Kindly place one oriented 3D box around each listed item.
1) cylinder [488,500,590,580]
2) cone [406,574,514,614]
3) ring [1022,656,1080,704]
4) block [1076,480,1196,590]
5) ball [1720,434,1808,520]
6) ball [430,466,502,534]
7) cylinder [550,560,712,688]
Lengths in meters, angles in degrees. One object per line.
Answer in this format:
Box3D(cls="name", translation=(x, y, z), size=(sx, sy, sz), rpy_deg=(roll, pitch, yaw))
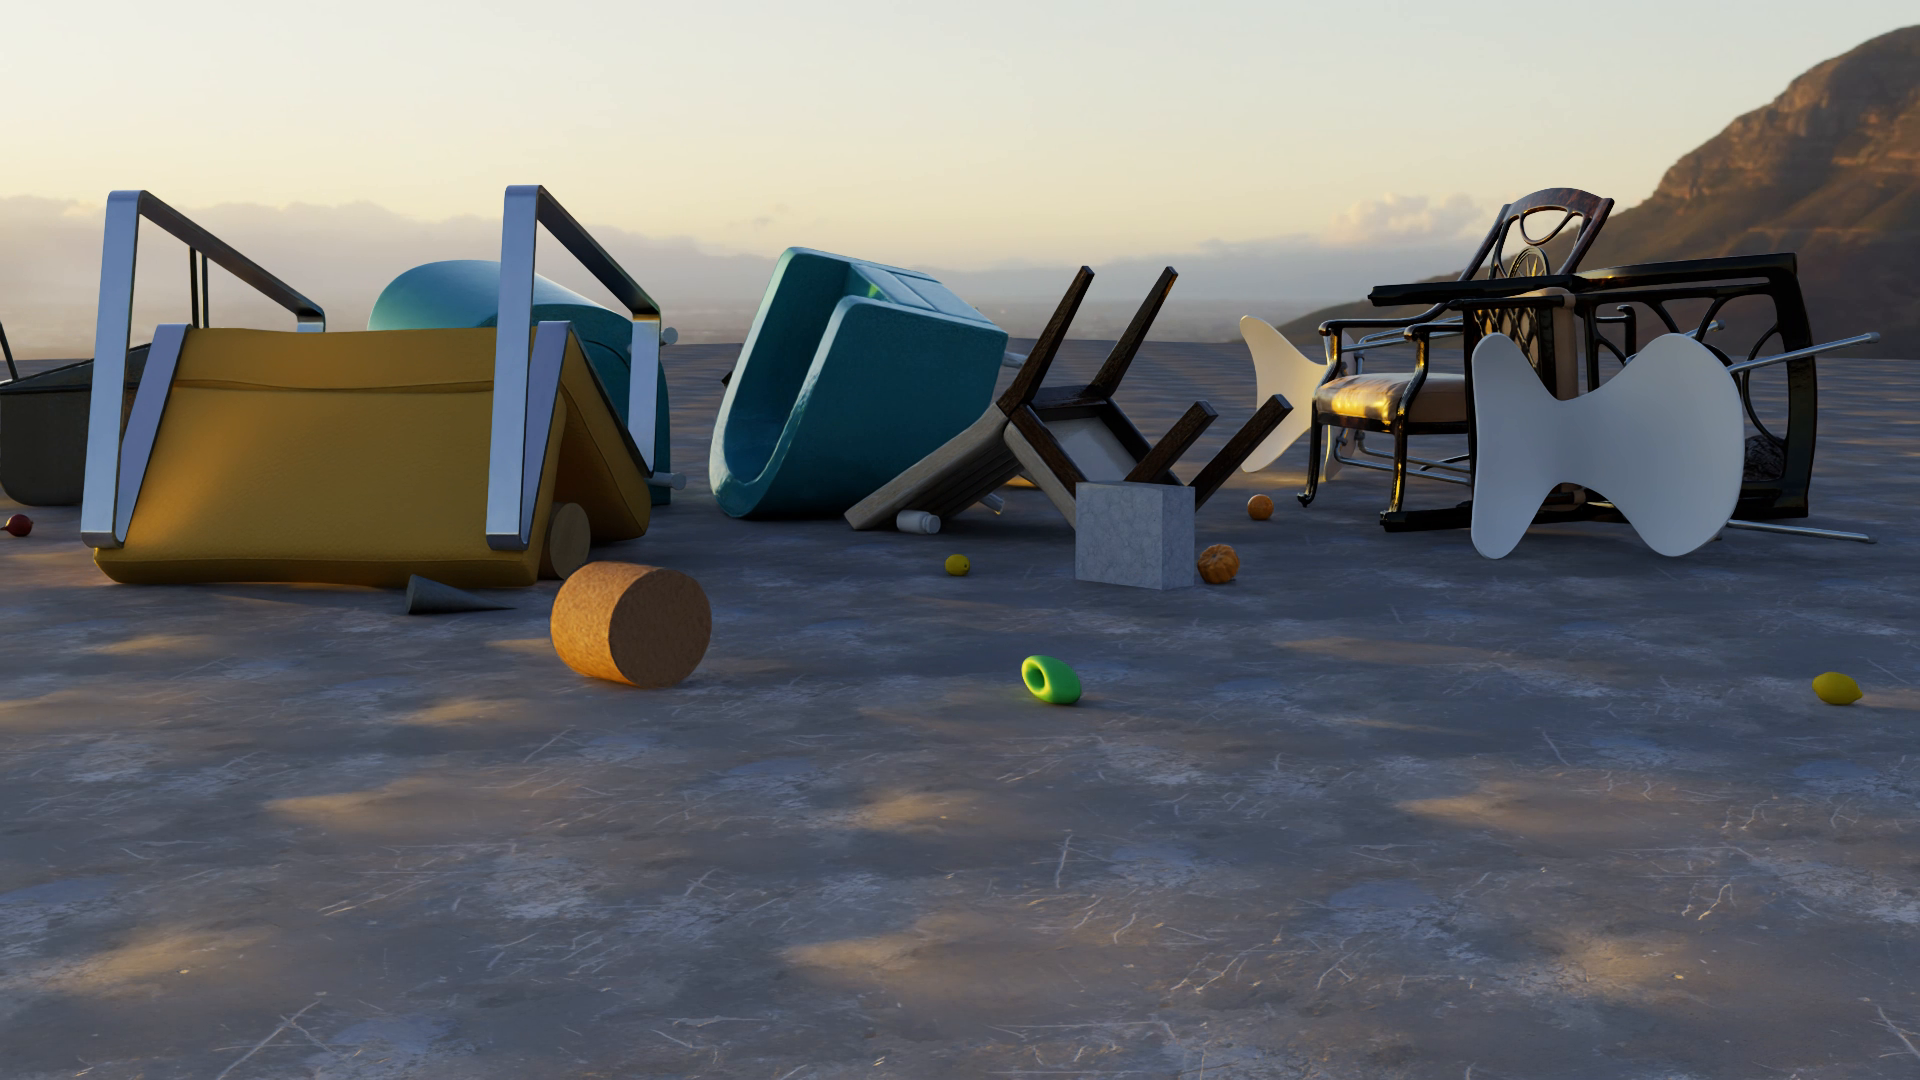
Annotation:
Box3D(cls="cylinder", translation=(-0.918, -0.001, 5.601), size=(0.156, 0.172, 0.162), rpy_deg=(2, -36, 23))
Box3D(cls="cone", translation=(-0.976, 0.121, 5.056), size=(0.215, 0.078, 0.115), rpy_deg=(9, 1, -18))
Box3D(cls="ring", translation=(0.142, 0.218, 4.001), size=(0.057, 0.062, 0.180), rpy_deg=(10, 10, -18))
Box3D(cls="block", translation=(0.375, -0.014, 5.517), size=(0.102, 0.211, 0.255), rpy_deg=(-5, 8, -43))
Box3D(cls="ball", translation=(2.176, -0.170, 6.945), size=(0.230, 0.230, 0.230), rpy_deg=(0, 6, 0))
Box3D(cls="ball", translation=(-1.259, -0.102, 6.535), size=(0.177, 0.177, 0.177), rpy_deg=(0, 6, 0))
Box3D(cls="cylinder", translation=(-0.534, 0.135, 4.168), size=(0.199, 0.189, 0.177), rpy_deg=(-40, 28, -30))
